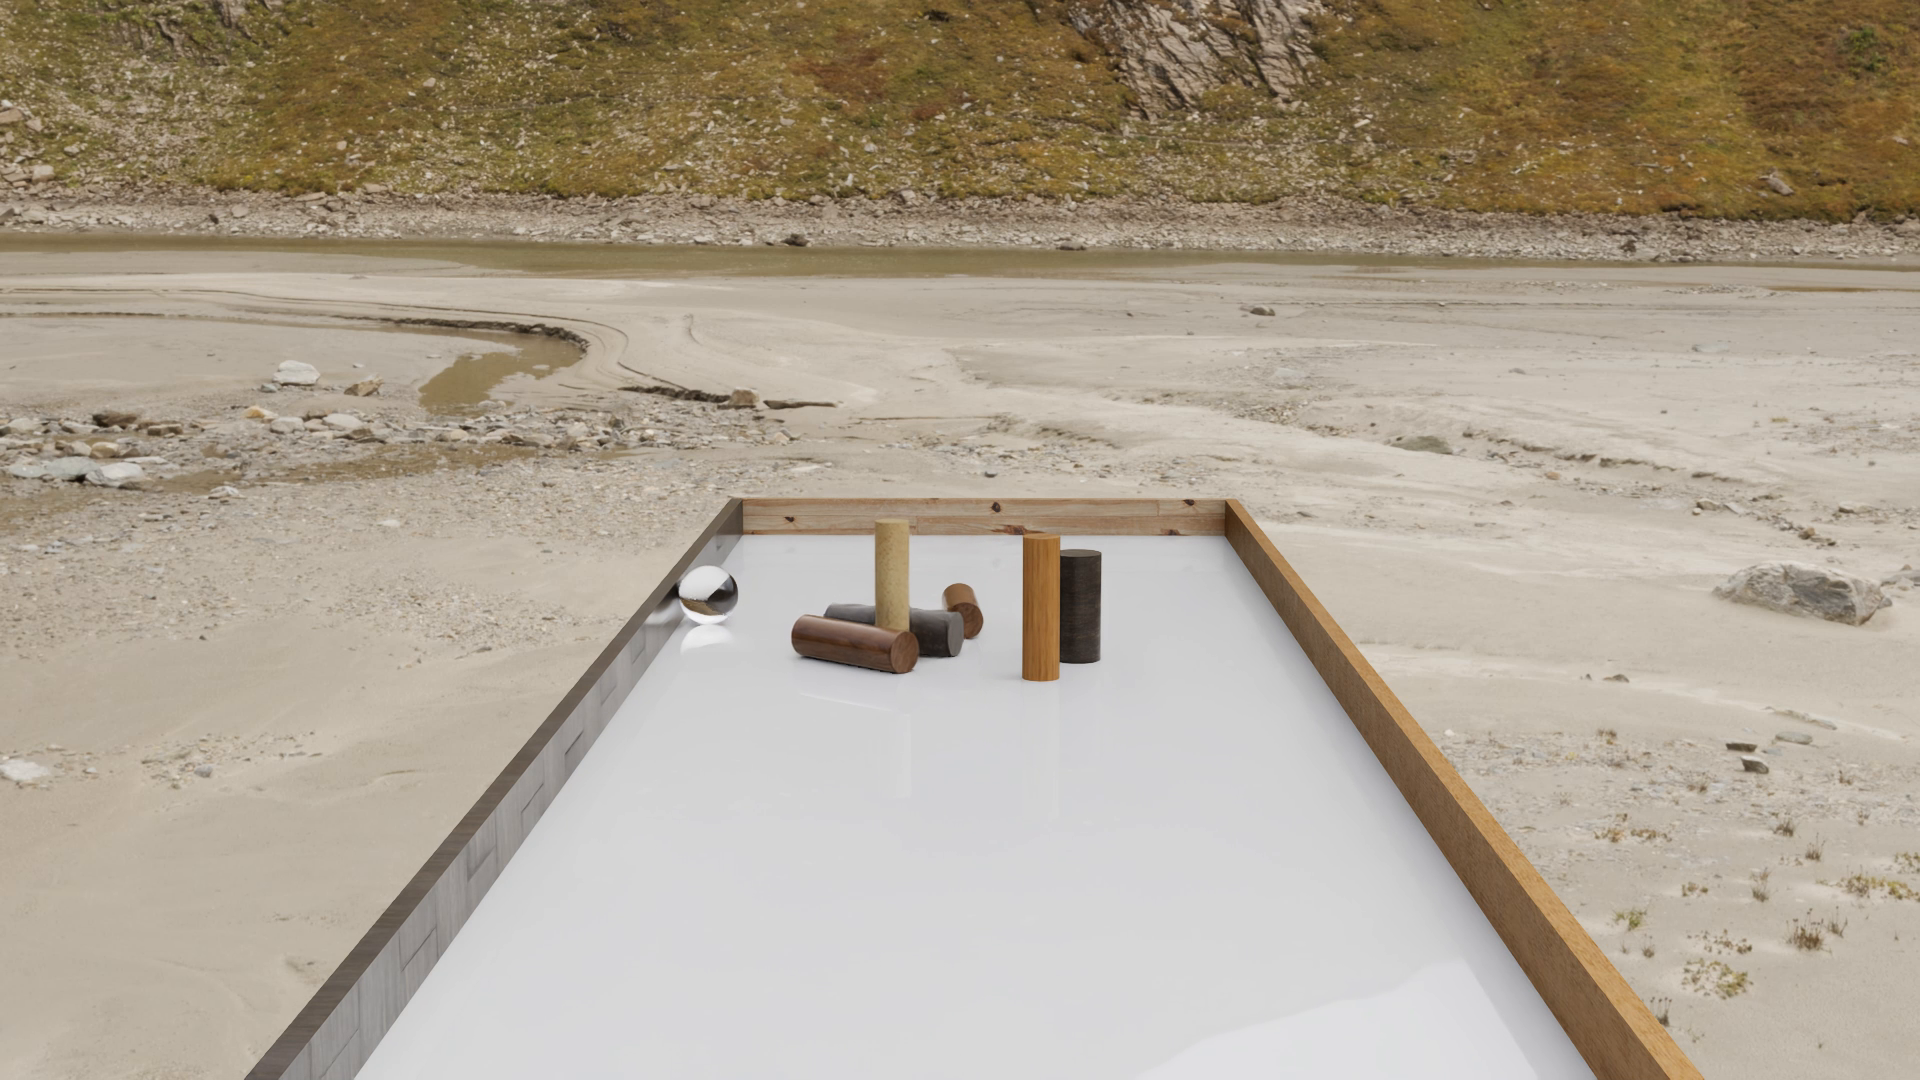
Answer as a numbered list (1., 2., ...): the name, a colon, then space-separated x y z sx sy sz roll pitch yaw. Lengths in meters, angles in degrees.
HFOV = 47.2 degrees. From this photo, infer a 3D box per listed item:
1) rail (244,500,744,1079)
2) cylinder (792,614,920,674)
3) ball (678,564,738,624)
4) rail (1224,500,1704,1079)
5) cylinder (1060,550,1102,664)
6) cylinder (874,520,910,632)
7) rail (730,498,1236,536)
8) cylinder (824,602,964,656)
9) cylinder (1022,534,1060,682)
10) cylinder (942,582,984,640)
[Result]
1. rail: -1.004 0.839 3.234 0.050 0.150 12.000 0 9 1
2. cylinder: -0.319 0.312 6.636 0.408 0.127 0.127 8 12 39
3. ball: -0.828 0.180 7.241 0.197 0.197 0.197 0 9 0
4. rail: 1.046 0.843 3.208 0.050 0.150 12.000 0 9 1
5. cylinder: 0.357 0.201 6.692 0.147 0.328 0.147 0 9 0
6. cylinder: -0.206 0.154 6.675 0.105 0.424 0.105 0 7 0
7. rail: 0.099 -0.098 9.147 2.100 0.150 0.050 0 9 1
8. cylinder: -0.207 0.277 6.823 0.418 0.138 0.138 3 10 20
9. cylinder: 0.237 0.196 6.427 0.110 0.420 0.110 0 9 0
10. cylinder: 0.006 0.230 7.178 0.120 0.120 0.352 0 9 -3
